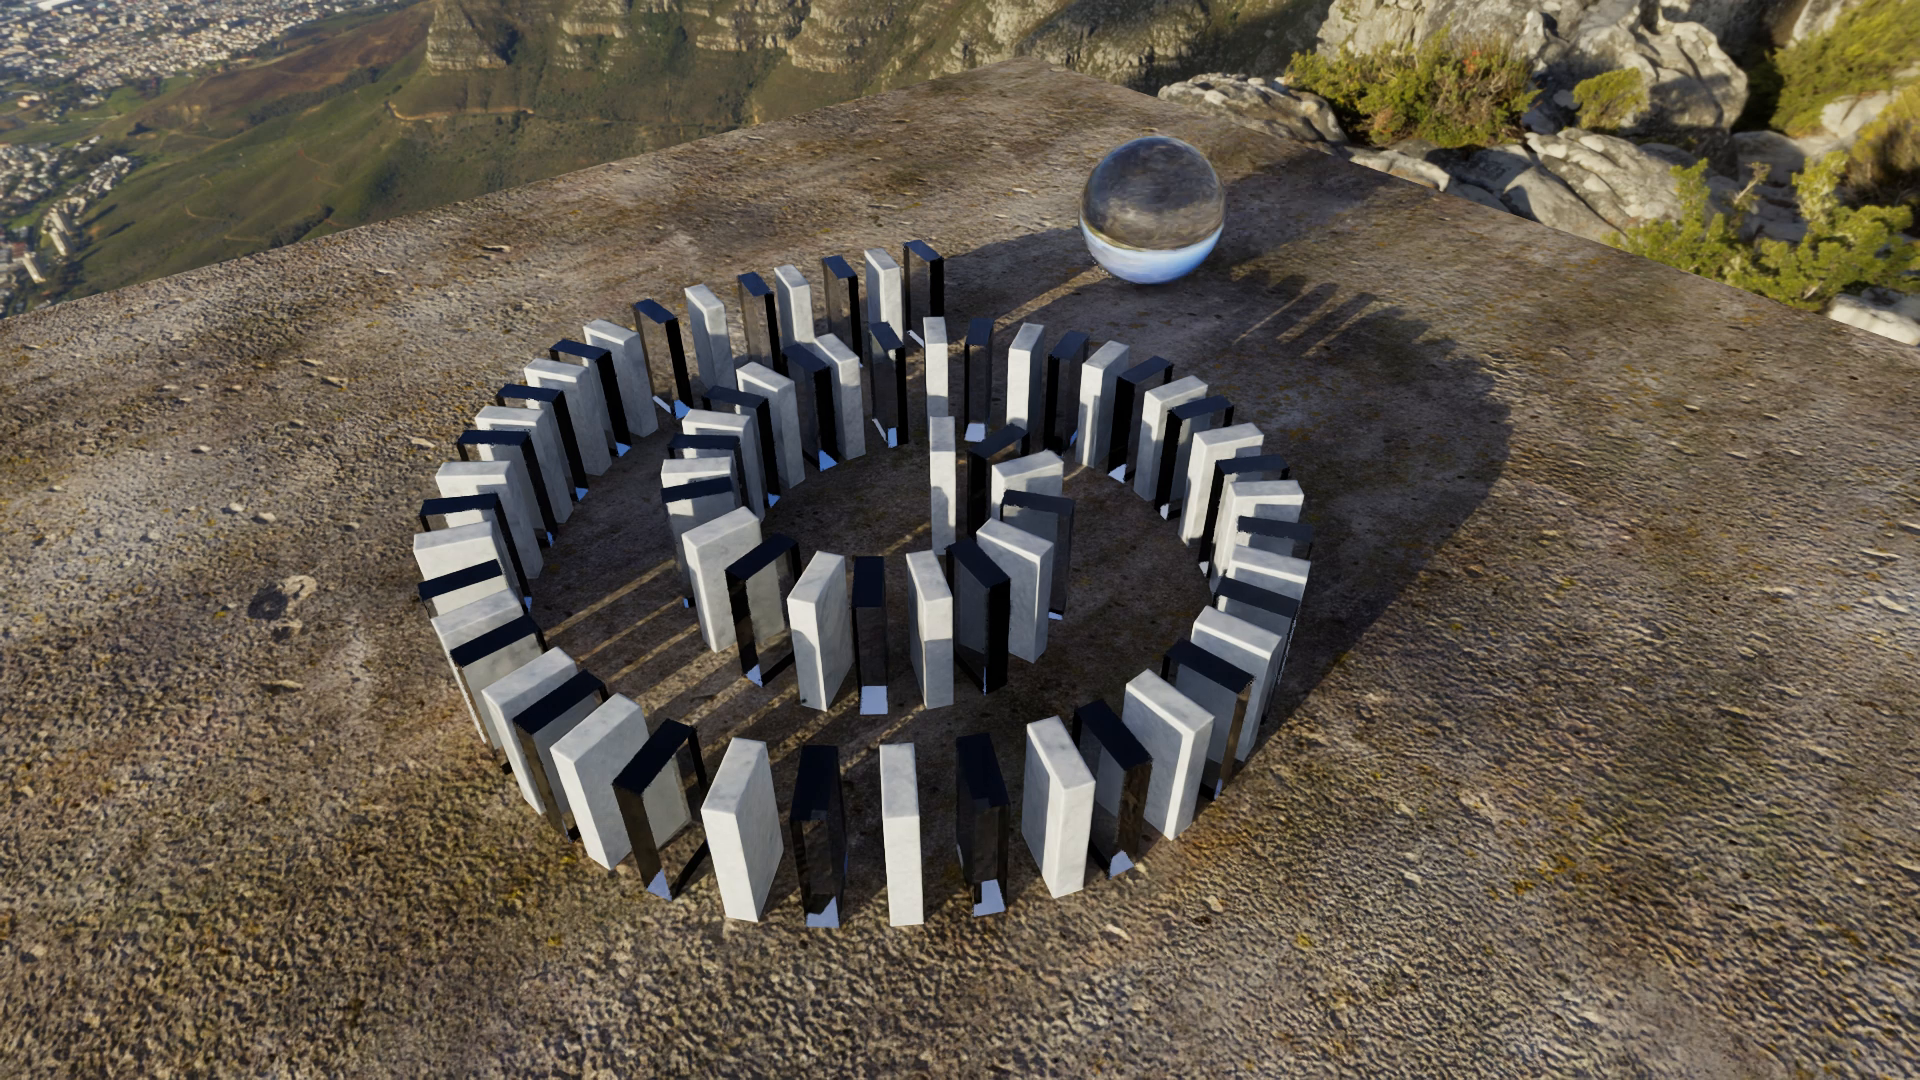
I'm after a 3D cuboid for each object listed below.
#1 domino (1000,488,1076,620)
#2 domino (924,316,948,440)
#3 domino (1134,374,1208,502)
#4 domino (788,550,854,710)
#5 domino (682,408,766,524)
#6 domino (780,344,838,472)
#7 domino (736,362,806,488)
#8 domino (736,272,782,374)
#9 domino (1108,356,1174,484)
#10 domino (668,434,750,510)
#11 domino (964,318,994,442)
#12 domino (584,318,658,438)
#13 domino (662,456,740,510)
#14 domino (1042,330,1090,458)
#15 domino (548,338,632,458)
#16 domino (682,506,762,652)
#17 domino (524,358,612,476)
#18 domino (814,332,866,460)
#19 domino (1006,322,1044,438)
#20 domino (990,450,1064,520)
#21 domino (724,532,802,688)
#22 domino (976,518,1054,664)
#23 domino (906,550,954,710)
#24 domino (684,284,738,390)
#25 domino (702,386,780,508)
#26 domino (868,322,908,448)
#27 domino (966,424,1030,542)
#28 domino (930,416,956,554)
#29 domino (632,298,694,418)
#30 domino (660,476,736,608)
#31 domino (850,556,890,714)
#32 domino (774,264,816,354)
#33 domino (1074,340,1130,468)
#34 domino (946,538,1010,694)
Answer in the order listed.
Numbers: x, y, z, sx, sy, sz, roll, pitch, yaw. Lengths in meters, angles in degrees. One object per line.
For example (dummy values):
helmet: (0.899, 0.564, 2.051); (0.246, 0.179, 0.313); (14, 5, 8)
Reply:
domino: (0.027, 0.006, 0.404); (0.025, 0.050, 0.010); (10, 40, 11)
domino: (-0.011, -0.073, 0.501); (0.010, 0.050, 0.025); (-3, 39, -3)
domino: (0.088, -0.042, 0.463); (0.025, 0.050, 0.010); (-21, 44, -24)
domino: (-0.047, 0.031, 0.373); (0.009, 0.050, 0.025); (11, 41, 13)
domino: (-0.095, -0.028, 0.446); (0.025, 0.050, 0.010); (7, 40, 9)
domino: (-0.066, -0.058, 0.482); (0.009, 0.050, 0.025); (-27, 46, -29)
domino: (-0.081, -0.049, 0.471); (0.025, 0.050, 0.009); (28, 47, 30)
domino: (-0.097, -0.102, 0.536); (0.009, 0.050, 0.025); (-18, 43, -21)
domino: (0.077, -0.052, 0.475); (0.025, 0.050, 0.010); (-31, 48, -32)
domino: (-0.097, -0.018, 0.433); (0.025, 0.050, 0.009); (2, 39, 2)
domino: (0.009, -0.073, 0.500); (0.009, 0.050, 0.025); (6, 40, 7)
domino: (-0.154, -0.074, 0.501); (0.025, 0.050, 0.009); (22, 44, 25)
domino: (-0.097, -0.008, 0.422); (0.025, 0.050, 0.010); (-3, 39, -4)
domino: (0.047, -0.065, 0.491); (0.009, 0.050, 0.025); (17, 42, 19)
domino: (-0.163, -0.062, 0.488); (0.025, 0.050, 0.010); (15, 42, 18)
domino: (-0.082, 0.015, 0.394); (0.025, 0.050, 0.009); (-28, 47, -30)
domino: (-0.169, -0.053, 0.476); (0.025, 0.050, 0.009); (11, 41, 14)
domino: (-0.053, -0.063, 0.489); (0.009, 0.050, 0.025); (-21, 44, -24)
domino: (0.029, -0.069, 0.496); (0.010, 0.050, 0.025); (11, 41, 14)
domino: (0.025, -0.009, 0.422); (0.025, 0.050, 0.010); (-16, 42, -19)
domino: (-0.066, 0.025, 0.382); (0.009, 0.050, 0.025); (26, 46, 28)
domino: (0.019, 0.018, 0.389); (0.025, 0.050, 0.010); (23, 44, 25)
domino: (-0.010, 0.031, 0.374); (0.009, 0.050, 0.025); (-10, 40, -12)
domino: (-0.119, -0.094, 0.526); (0.010, 0.050, 0.025); (-22, 44, -25)
domino: (-0.091, -0.038, 0.458); (0.025, 0.050, 0.010); (14, 41, 17)
domino: (-0.032, -0.070, 0.497); (0.010, 0.050, 0.025); (-13, 41, -16)
domino: (0.015, -0.018, 0.434); (0.010, 0.050, 0.025); (31, 49, 32)
domino: (-0.007, -0.021, 0.438); (0.009, 0.050, 0.025); (-1, 39, -1)
domino: (-0.139, -0.085, 0.515); (0.010, 0.050, 0.025); (-29, 47, -31)
domino: (-0.094, 0.001, 0.410); (0.025, 0.050, 0.010); (-11, 41, -13)
domino: (-0.030, 0.033, 0.372); (0.009, 0.050, 0.025); (-1, 39, -1)
domino: (-0.080, -0.107, 0.542); (0.009, 0.050, 0.025); (-17, 42, -20)
domino: (0.062, -0.060, 0.484); (0.009, 0.050, 0.025); (23, 45, 25)
domino: (0.006, 0.027, 0.379); (0.009, 0.050, 0.025); (-21, 44, -24)
